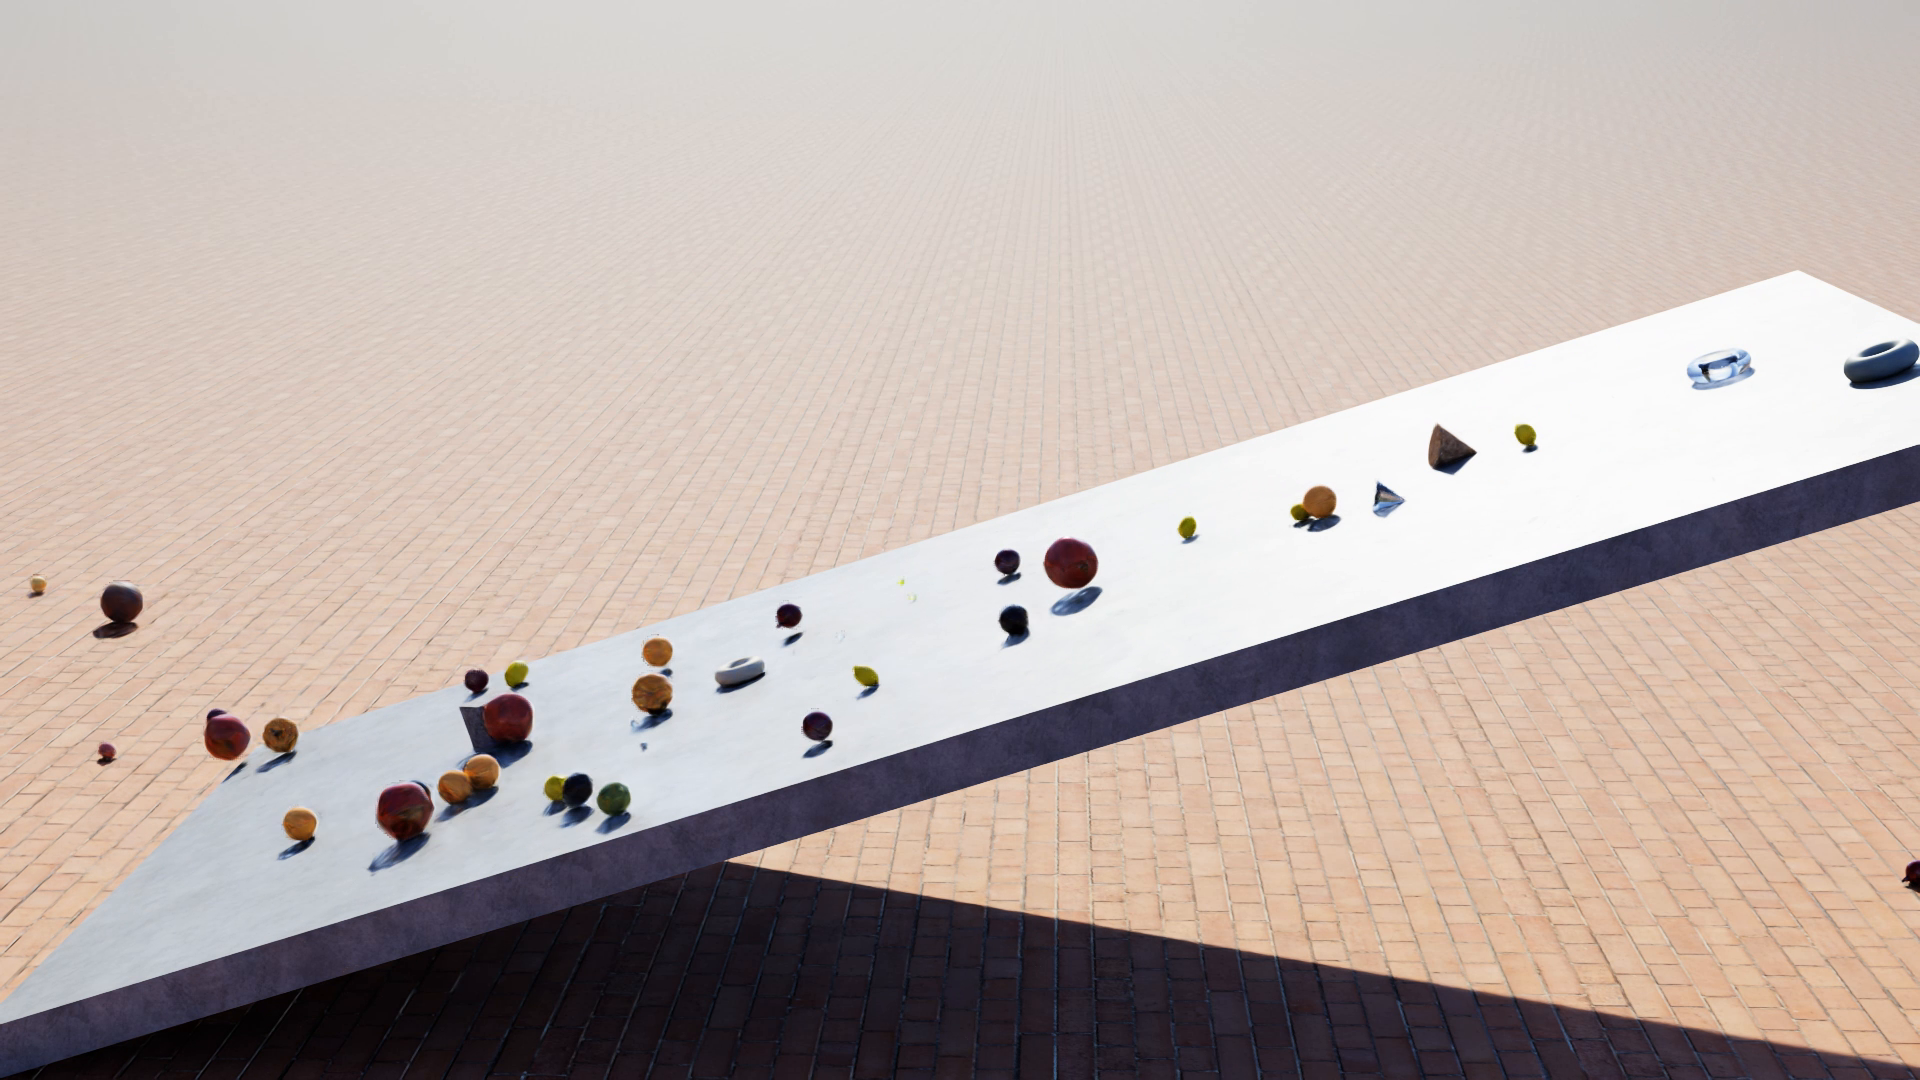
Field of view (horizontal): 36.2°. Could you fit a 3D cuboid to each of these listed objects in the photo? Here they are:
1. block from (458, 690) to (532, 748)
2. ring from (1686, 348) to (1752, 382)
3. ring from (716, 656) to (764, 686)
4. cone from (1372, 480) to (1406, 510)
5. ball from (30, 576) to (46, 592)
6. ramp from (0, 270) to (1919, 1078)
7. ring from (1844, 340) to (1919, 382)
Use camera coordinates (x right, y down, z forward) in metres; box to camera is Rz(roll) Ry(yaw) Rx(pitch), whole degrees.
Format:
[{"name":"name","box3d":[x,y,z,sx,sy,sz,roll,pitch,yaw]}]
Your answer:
[{"name":"block","box3d":[-1.038,0.399,6.567,0.100,0.100,0.100,-25,12,-33]},{"name":"ring","box3d":[1.604,-0.369,6.218,0.137,0.046,0.137,-16,11,3]},{"name":"ring","box3d":[-0.478,0.284,6.388,0.113,0.038,0.113,-17,11,3]},{"name":"cone","box3d":[0.881,-0.086,6.017,0.067,0.067,0.067,10,12,5]},{"name":"ball","box3d":[-3.033,0.145,9.677,0.051,0.051,0.051,0,12,0]},{"name":"ramp","box3d":[0.100,0.183,6.311,4.000,0.100,2.000,-17,10,5]},{"name":"ring","box3d":[1.807,-0.352,5.768,0.149,0.050,0.149,-21,10,4]}]
